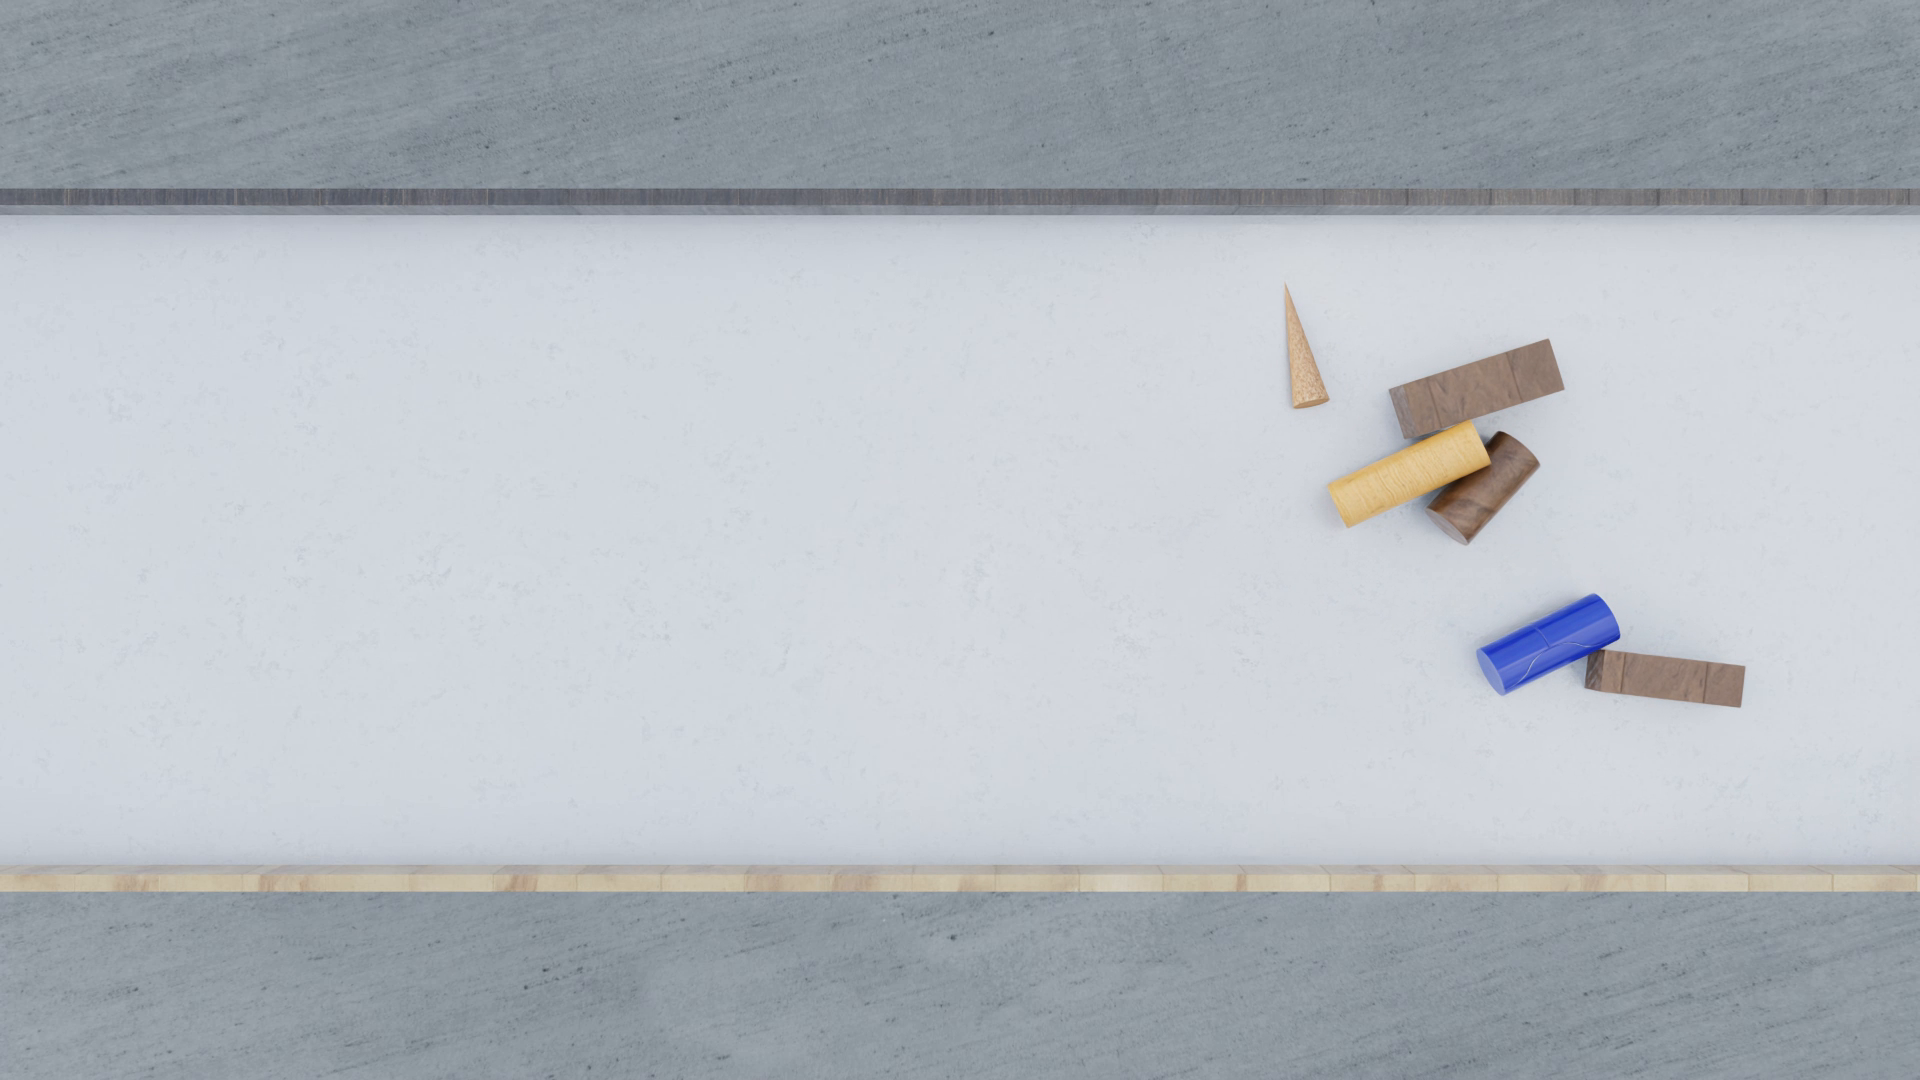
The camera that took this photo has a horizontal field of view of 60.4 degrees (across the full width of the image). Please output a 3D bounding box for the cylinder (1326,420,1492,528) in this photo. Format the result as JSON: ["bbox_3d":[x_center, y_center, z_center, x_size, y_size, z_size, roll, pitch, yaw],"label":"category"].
[{"bbox_3d":[1.344,-0.197,4.948,0.456,0.149,0.149,-26,90,14],"label":"cylinder"}]

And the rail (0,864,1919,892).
[{"bbox_3d":[-2.247,1.025,5.001,12.000,0.150,0.050,0,90,0],"label":"rail"}]

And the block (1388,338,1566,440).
[{"bbox_3d":[1.561,-0.456,4.996,0.458,0.162,0.162,-18,90,0],"label":"block"}]

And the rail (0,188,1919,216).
[{"bbox_3d":[-2.247,-1.025,5.002,12.000,0.150,0.050,0,90,0],"label":"rail"}]

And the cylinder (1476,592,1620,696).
[{"bbox_3d":[1.780,0.317,4.996,0.385,0.160,0.160,-26,90,0],"label":"cylinder"}]

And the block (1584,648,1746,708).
[{"bbox_3d":[2.140,0.417,5.013,0.425,0.127,0.127,7,90,0],"label":"block"}]

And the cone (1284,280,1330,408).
[{"bbox_3d":[1.034,-0.609,5.049,0.110,0.110,0.398,-11,82,0],"label":"cone"}]

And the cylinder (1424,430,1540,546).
[{"bbox_3d":[1.581,-0.156,4.993,0.168,0.168,0.319,43,90,0],"label":"cylinder"}]
